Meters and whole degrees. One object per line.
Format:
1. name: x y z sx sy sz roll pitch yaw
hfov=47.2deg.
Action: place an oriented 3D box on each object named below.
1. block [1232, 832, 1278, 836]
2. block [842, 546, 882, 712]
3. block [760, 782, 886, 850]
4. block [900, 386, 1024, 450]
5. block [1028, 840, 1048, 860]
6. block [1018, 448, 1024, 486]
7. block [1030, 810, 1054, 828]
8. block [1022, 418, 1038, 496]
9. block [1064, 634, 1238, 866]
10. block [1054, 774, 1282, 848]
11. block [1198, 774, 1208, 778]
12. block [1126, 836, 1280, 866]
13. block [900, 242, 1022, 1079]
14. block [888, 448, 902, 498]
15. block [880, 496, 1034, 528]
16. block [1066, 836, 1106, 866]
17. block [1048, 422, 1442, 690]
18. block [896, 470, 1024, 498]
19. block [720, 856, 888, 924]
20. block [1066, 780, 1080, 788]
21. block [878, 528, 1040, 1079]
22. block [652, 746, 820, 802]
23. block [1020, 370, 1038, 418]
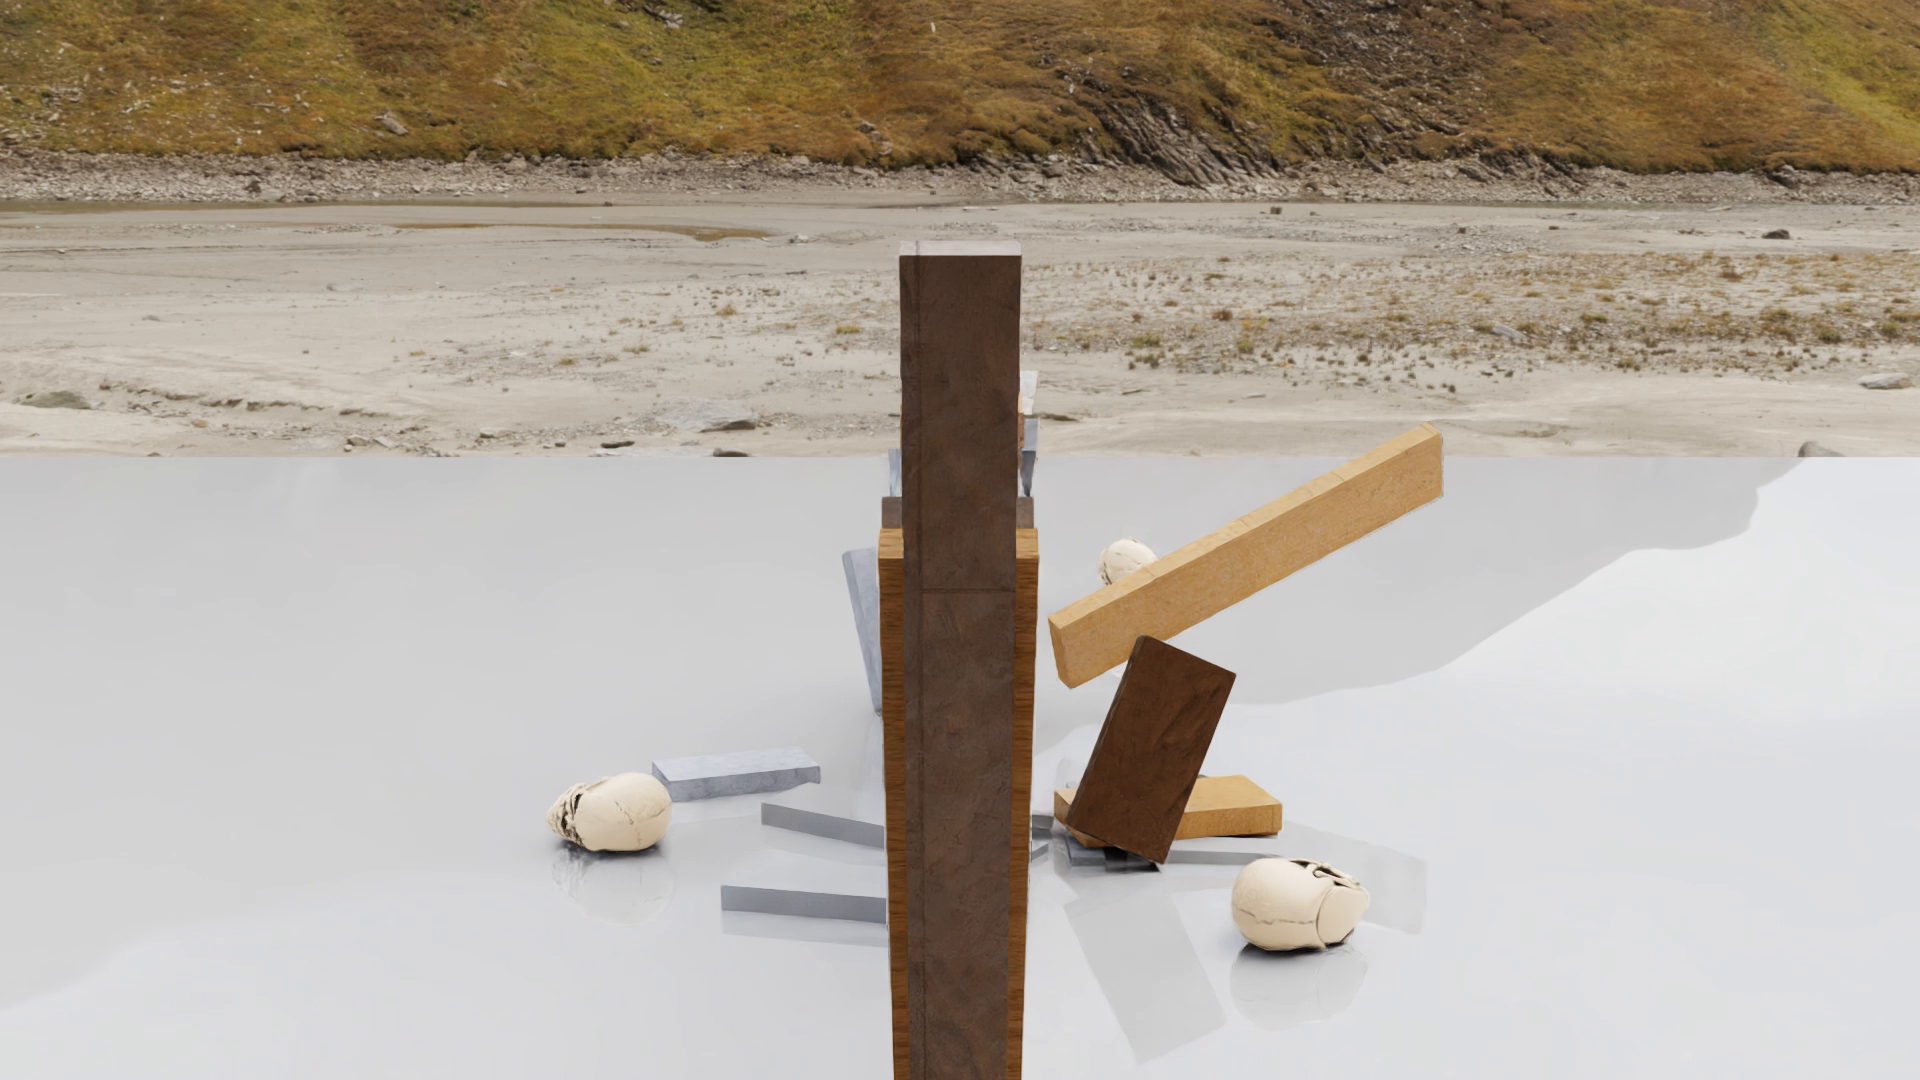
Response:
1. block: 0.532 0.508 4.049 0.081 0.023 0.162 0 11 -1
2. block: -0.137 0.188 4.866 0.177 0.354 0.050 -8 -9 -28
3. block: -0.200 0.504 4.019 0.297 0.042 0.148 6 12 31
4. block: 0.003 -0.171 2.878 0.155 0.044 0.310 -1 13 0
5. block: 0.091 0.541 3.886 0.117 0.017 0.058 6 12 30
6. block: 0.005 -0.037 2.837 0.155 0.044 0.310 -1 45 0
7. block: 0.086 0.502 3.993 0.162 0.023 0.081 5 -2 -1
8. block: 0.024 -0.112 3.182 0.163 0.046 0.327 3 -13 0
9. block: 0.331 0.363 3.811 0.177 0.355 0.050 24 -9 -7
10. block: 0.373 0.486 3.956 0.370 0.050 0.177 -3 12 -16
11. block: 0.400 0.457 4.199 0.188 0.027 0.094 7 -15 34
12. block: 0.427 0.544 3.856 0.265 0.023 0.081 1 11 7
13. block: -0.001 0.182 2.287 0.111 1.051 0.031 0 31 0
14. block: -0.008 0.070 2.868 0.163 0.429 0.046 -1 -31 -1
15. block: -0.003 0.049 2.464 0.162 0.046 0.323 0 -27 0
16. block: 0.220 0.546 3.862 0.059 0.017 0.117 0 11 -2
17. block: 0.642 0.029 4.822 1.011 0.177 0.050 -26 40 -18
18. block: 0.002 -0.031 2.648 0.155 0.044 0.310 -6 14 0
19. block: -0.229 0.576 3.628 0.297 0.042 0.148 2 11 13
20. block: 0.298 0.471 4.090 0.188 0.027 0.094 -2 11 -9
21. block: -0.002 0.367 2.535 0.162 0.958 0.046 0 41 0
22. block: -0.436 0.455 4.282 0.297 0.042 0.149 -4 11 -20
23. block: 0.041 -0.234 3.704 0.166 0.047 0.331 6 17 2
